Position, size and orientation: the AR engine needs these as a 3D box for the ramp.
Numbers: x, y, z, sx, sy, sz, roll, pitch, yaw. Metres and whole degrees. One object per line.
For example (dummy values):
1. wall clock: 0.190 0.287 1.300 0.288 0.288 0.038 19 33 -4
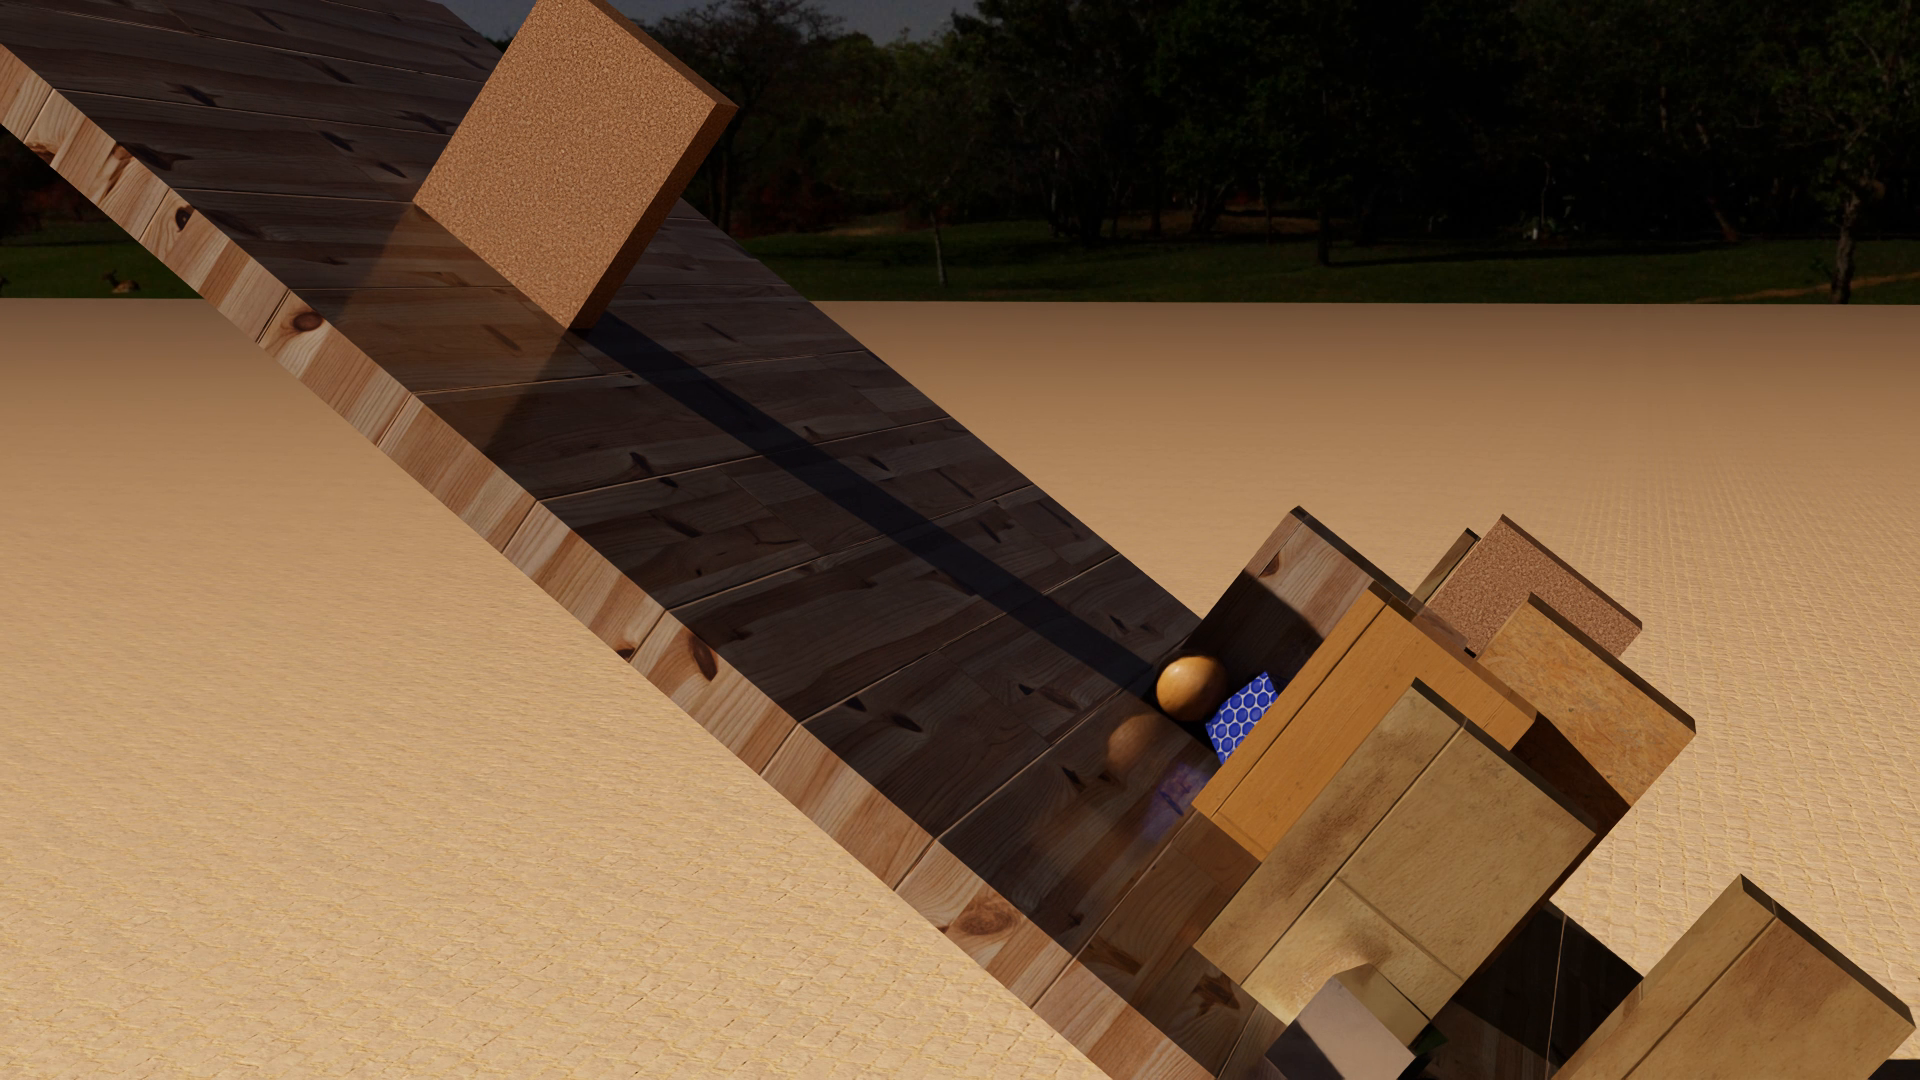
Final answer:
1. ramp: -0.050 0.108 4.063 4.000 0.100 2.000 39 16 9

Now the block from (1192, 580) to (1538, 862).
1. block: 0.694 0.375 3.795 0.351 0.491 0.110 39 16 9

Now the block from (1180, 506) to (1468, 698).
1. block: 0.681 0.235 4.277 0.417 0.430 0.128 39 16 9

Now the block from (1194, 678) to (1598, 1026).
1. block: 0.635 0.508 3.239 0.329 0.518 0.080 39 16 9

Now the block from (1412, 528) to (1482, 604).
1. block: 1.045 0.289 4.704 0.335 0.536 0.080 39 16 9

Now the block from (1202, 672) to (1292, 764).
1. block: 0.588 0.373 4.113 0.162 0.162 0.162 -41 -39 26

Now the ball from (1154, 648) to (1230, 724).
1. ball: 0.439 0.276 4.174 0.143 0.143 0.143 0 7 0

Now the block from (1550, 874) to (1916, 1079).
1. block: 0.936 0.771 2.921 0.266 0.631 0.089 39 16 9

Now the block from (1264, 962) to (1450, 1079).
1. block: 0.567 0.725 3.142 0.158 0.158 0.158 44 17 24

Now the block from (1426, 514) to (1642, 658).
1. block: 1.012 0.307 4.390 0.342 0.639 0.107 39 16 9

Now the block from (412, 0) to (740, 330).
1. block: -0.683 -0.682 3.888 0.377 0.483 0.100 39 16 9

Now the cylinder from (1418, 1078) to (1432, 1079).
1. cylinder: 0.642 0.819 2.996 0.146 0.146 0.146 1 -4 8

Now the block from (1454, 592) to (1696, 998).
1. block: 0.942 0.448 3.868 0.353 0.623 0.134 39 16 9
